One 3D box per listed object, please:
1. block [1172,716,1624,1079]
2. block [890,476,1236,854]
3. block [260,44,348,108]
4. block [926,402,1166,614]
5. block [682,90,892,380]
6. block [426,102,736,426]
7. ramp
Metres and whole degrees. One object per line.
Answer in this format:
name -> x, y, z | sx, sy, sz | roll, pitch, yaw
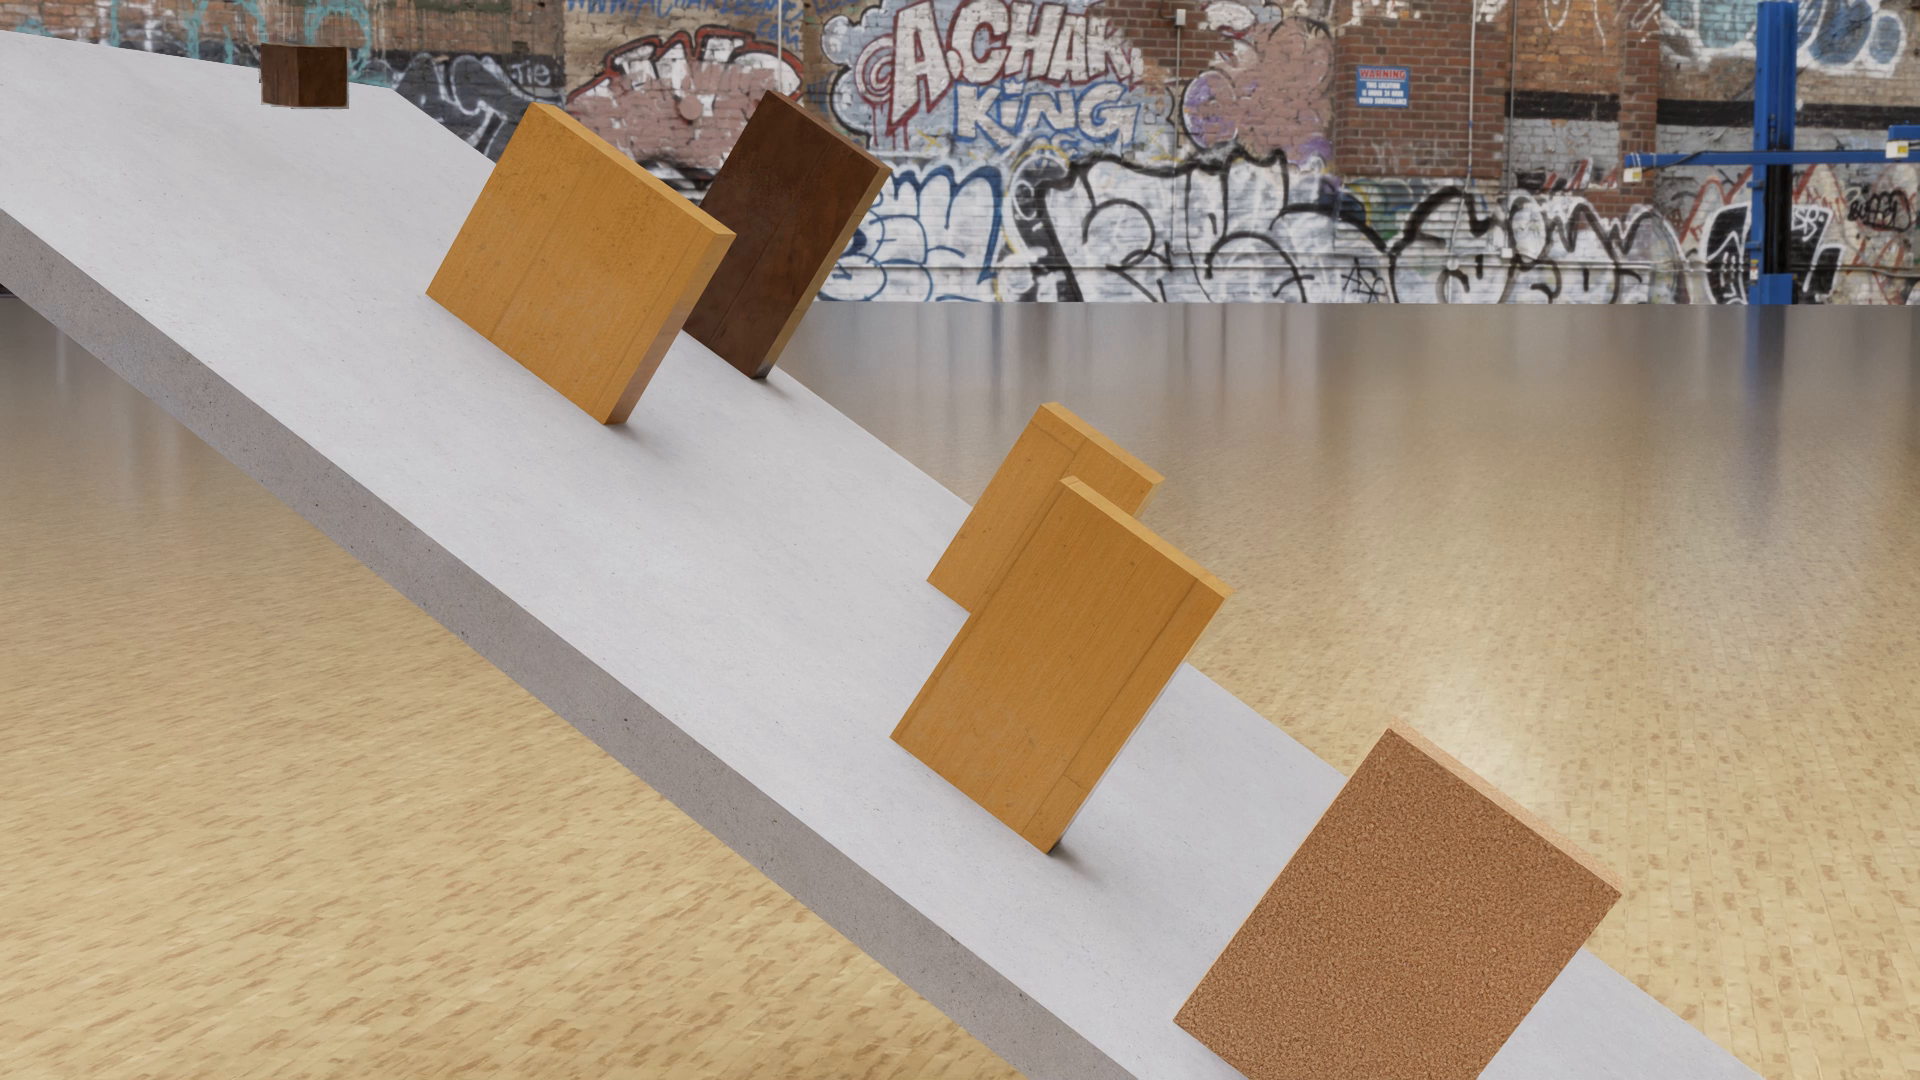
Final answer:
block -> 0.622, 0.590, 3.157 | 0.386, 0.547, 0.087 | 36, 15, 10
block -> 0.159, 0.199, 3.504 | 0.316, 0.510, 0.090 | 36, 15, 10
block -> -1.295, -0.918, 4.341 | 0.115, 0.115, 0.115 | 13, 17, 35
block -> 0.170, -0.020, 4.365 | 0.271, 0.426, 0.117 | 36, 15, 10
block -> -0.435, -0.683, 4.944 | 0.315, 0.559, 0.088 | 36, 15, 10
block -> -0.714, -0.517, 4.124 | 0.441, 0.423, 0.095 | 36, 15, 10
ramp -> -0.120, 0.204, 4.096 | 4.000, 0.100, 2.000 | 36, 15, 10
